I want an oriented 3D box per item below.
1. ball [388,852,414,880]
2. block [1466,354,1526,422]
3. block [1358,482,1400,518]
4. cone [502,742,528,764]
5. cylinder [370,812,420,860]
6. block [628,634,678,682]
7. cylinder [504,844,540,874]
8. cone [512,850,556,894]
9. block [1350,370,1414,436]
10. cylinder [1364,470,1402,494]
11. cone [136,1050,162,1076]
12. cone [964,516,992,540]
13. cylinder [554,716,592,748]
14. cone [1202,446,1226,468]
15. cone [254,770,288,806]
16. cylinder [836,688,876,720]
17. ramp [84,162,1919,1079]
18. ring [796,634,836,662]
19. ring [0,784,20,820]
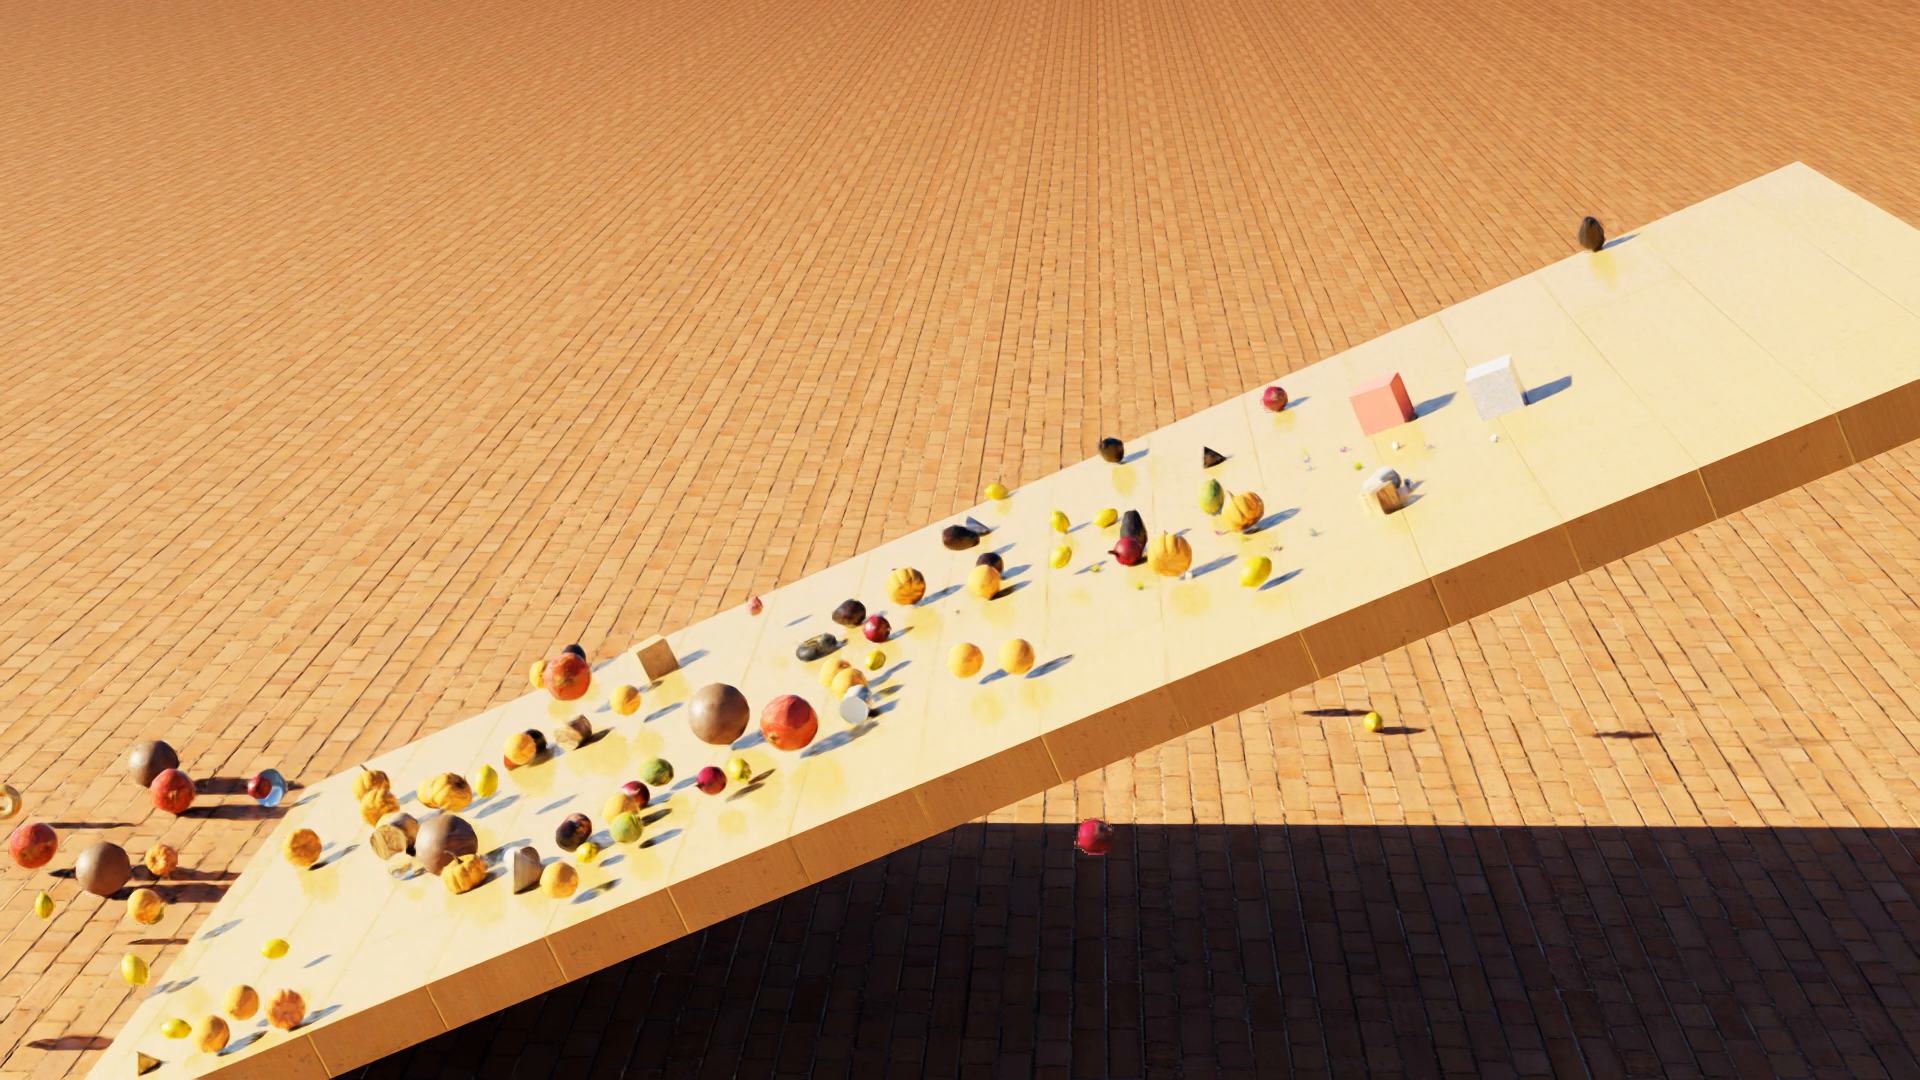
[{"bbox_3d":[-1.188,0.693,6.248,0.058,0.058,0.058,0,15,0],"label":"ball"},{"bbox_3d":[1.095,-0.310,6.007,0.093,0.093,0.093,-20,13,19],"label":"block"},{"bbox_3d":[0.810,-0.077,5.687,0.051,0.051,0.051,-34,16,-35],"label":"block"},{"bbox_3d":[-1.010,0.503,6.765,0.058,0.058,0.058,28,24,16],"label":"cone"},{"bbox_3d":[-1.236,0.649,6.440,0.083,0.083,0.083,3,15,10],"label":"cylinder"},{"bbox_3d":[-0.733,0.282,7.025,0.079,0.079,0.079,-29,13,-19],"label":"block"},{"bbox_3d":[-0.879,0.640,5.896,0.052,0.052,0.052,-16,-6,-46],"label":"cylinder"},{"bbox_3d":[-0.837,0.654,5.799,0.087,0.087,0.087,1,15,-9],"label":"cone"},{"bbox_3d":[0.902,-0.291,6.287,0.094,0.094,0.094,-18,14,26],"label":"block"},{"bbox_3d":[0.828,-0.107,5.765,0.055,0.055,0.055,11,15,35],"label":"cylinder"},{"bbox_3d":[-1.580,1.018,5.738,0.050,0.050,0.050,0,14,-20],"label":"cone"},{"bbox_3d":[0.047,-0.025,6.942,0.062,0.062,0.062,6,16,10],"label":"cone"},{"bbox_3d":[-0.881,0.438,6.700,0.063,0.063,0.063,9,9,30],"label":"cylinder"},{"bbox_3d":[0.574,-0.186,6.626,0.053,0.053,0.053,2,15,-3],"label":"cone"},{"bbox_3d":[-1.752,0.636,7.571,0.096,0.096,0.096,5,-1,18],"label":"cone"},{"bbox_3d":[-0.207,0.330,5.897,0.060,0.060,0.060,6,-4,23],"label":"cylinder"},{"bbox_3d":[0.131,0.170,6.285,4.000,0.100,2.000,-23,13,8],"label":"ramp"},{"bbox_3d":[-0.319,0.239,6.540,0.098,0.033,0.098,-22,13,5],"label":"ring"},{"bbox_3d":[-2.437,0.668,7.494,0.094,0.094,0.031,4,-5,14],"label":"ring"}]
